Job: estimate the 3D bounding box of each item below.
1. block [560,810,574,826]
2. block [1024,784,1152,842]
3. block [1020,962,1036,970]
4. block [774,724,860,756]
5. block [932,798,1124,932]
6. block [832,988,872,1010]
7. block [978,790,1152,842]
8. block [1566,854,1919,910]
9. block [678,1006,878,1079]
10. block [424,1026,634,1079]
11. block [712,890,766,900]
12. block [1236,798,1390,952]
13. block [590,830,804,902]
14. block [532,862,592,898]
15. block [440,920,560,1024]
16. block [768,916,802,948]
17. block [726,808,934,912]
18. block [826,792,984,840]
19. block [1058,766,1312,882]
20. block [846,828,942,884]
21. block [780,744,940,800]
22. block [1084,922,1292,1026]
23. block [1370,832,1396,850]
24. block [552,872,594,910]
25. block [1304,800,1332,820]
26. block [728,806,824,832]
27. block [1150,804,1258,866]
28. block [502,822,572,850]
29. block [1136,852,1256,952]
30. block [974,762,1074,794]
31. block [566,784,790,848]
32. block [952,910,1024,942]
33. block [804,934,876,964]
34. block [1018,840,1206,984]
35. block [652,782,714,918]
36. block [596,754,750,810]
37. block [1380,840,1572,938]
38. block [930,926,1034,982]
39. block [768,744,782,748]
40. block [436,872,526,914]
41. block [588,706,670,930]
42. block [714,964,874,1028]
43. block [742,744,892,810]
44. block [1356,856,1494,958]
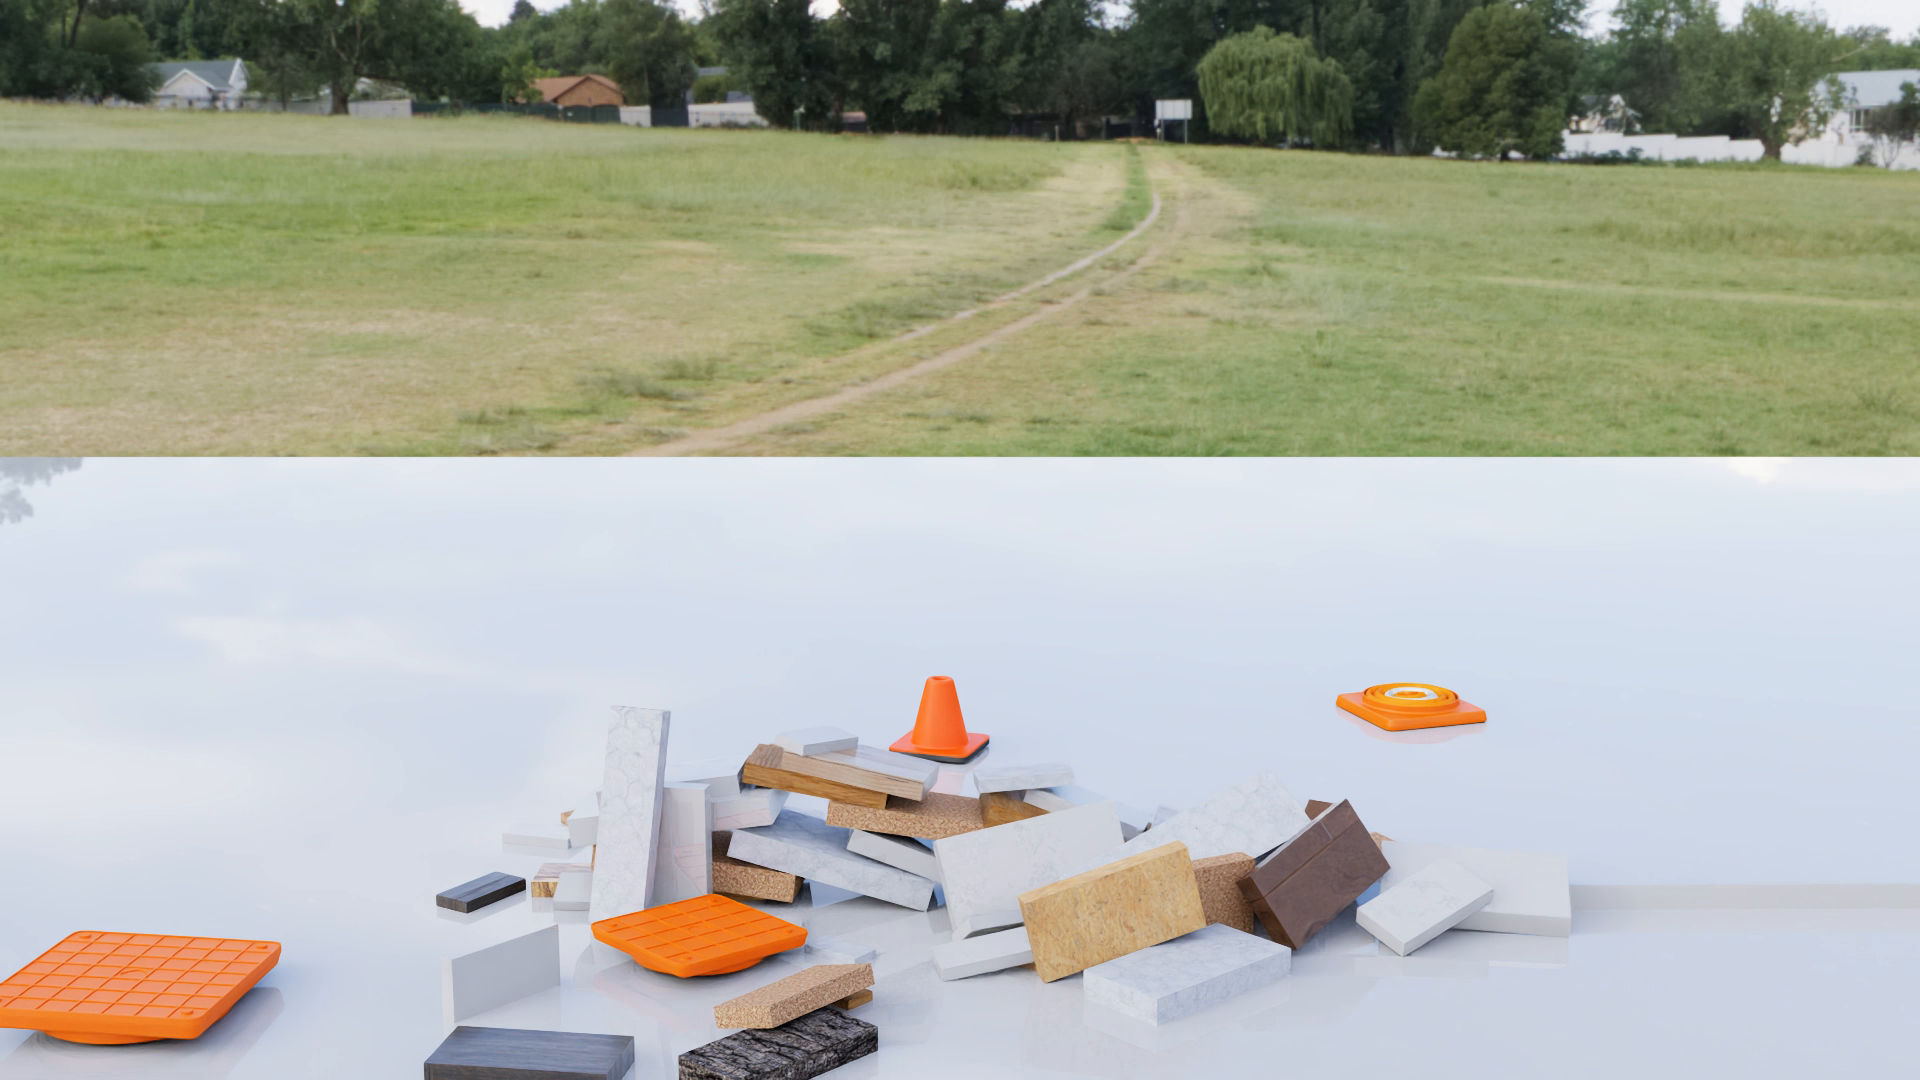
[{"bbox_3d":[-0.667,0.516,4.015,0.065,0.018,0.130,-9,14,-39],"label":"block"},{"bbox_3d":[0.212,0.443,3.633,0.201,0.028,0.100,20,11,10],"label":"block"},{"bbox_3d":[0.137,0.628,3.406,0.075,0.021,0.150,9,14,39],"label":"block"},{"bbox_3d":[-0.235,0.329,3.619,0.065,0.018,0.131,19,14,38],"label":"block"},{"bbox_3d":[0.118,0.520,3.507,0.297,0.148,0.042,-12,-9,-12],"label":"block"},{"bbox_3d":[-0.183,0.664,3.231,0.102,0.014,0.051,9,14,40],"label":"block"},{"bbox_3d":[0.269,0.498,3.640,0.479,0.042,0.149,17,11,-6],"label":"block"},{"bbox_3d":[1.191,0.570,3.665,0.940,0.042,0.147,0,11,-1],"label":"block"},{"bbox_3d":[-0.245,0.698,2.992,0.126,0.036,0.251,10,14,42],"label":"block"},{"bbox_3d":[-0.578,0.703,2.963,0.251,0.036,0.126,2,11,8],"label":"block"},{"bbox_3d":[-0.393,0.580,3.669,0.138,0.020,0.069,0,11,-2],"label":"block"},{"bbox_3d":[0.560,0.528,3.468,0.264,0.132,0.037,-29,-5,-40],"label":"block"},{"bbox_3d":[-0.429,0.531,3.677,0.338,0.048,0.169,8,10,4],"label":"block"},{"bbox_3d":[-0.614,0.572,3.693,0.191,0.027,0.095,0,11,2],"label":"block"},{"bbox_3d":[-0.668,0.627,3.206,0.027,0.095,0.191,9,14,40],"label":"block"},{"bbox_3d":[-0.276,0.618,3.477,0.051,0.014,0.102,-1,11,-3],"label":"block"},{"bbox_3d":[-0.208,0.522,3.656,0.338,0.048,0.169,16,10,-2],"label":"block"},{"bbox_3d":[-0.083,0.450,3.638,0.268,0.038,0.134,8,11,-2],"label":"block"},{"bbox_3d":[0.360,0.503,3.498,0.415,0.035,0.124,-24,61,-22],"label":"block"},{"bbox_3d":[-0.053,0.520,3.654,0.268,0.038,0.134,21,10,-4],"label":"block"},{"bbox_3d":[-0.162,0.371,3.611,0.238,0.034,0.119,12,11,11],"label":"block"},{"bbox_3d":[0.340,0.643,3.270,0.294,0.042,0.147,-9,14,-41],"label":"block"},{"bbox_3d":[0.728,0.525,3.671,0.119,0.017,0.059,24,22,33],"label":"block"},{"bbox_3d":[-0.593,0.578,3.610,0.138,0.020,0.069,1,34,3],"label":"block"},{"bbox_3d":[0.616,0.517,3.782,0.078,0.022,0.157,7,44,27],"label":"block"},{"bbox_3d":[-0.357,0.504,3.949,0.217,0.031,0.108,8,12,-3],"label":"block"},{"bbox_3d":[0.453,0.522,3.600,0.297,0.042,0.148,20,11,7],"label":"block"},{"bbox_3d":[-0.746,0.530,3.942,0.130,0.018,0.065,3,11,18],"label":"block"},{"bbox_3d":[0.336,0.571,3.410,0.264,0.132,0.037,-5,12,-27],"label":"block"},{"bbox_3d":[0.104,0.390,3.613,0.157,0.022,0.078,-4,7,-6],"label":"block"},{"bbox_3d":[-0.464,0.442,3.654,0.338,0.048,0.169,-7,10,8],"label":"block"},{"bbox_3d":[0.070,0.601,3.434,0.150,0.021,0.075,-5,-27,-26],"label":"block"},{"bbox_3d":[-0.185,0.634,3.393,0.102,0.014,0.051,8,13,37],"label":"block"},{"bbox_3d":[0.230,0.558,3.309,0.264,0.132,0.037,-17,14,-11],"label":"block"},{"bbox_3d":[-0.458,0.501,3.557,0.108,0.217,0.031,2,11,12],"label":"block"},{"bbox_3d":[-0.472,0.402,3.650,0.238,0.034,0.119,-8,10,7],"label":"block"},{"bbox_3d":[0.827,0.561,3.541,0.294,0.042,0.147,3,35,10],"label":"block"},{"bbox_3d":[0.038,0.627,3.334,0.150,0.021,0.075,-10,18,-11],"label":"block"},{"bbox_3d":[-0.388,0.476,4.223,0.080,0.023,0.534,2,11,8],"label":"block"},{"bbox_3d":[-0.794,0.584,3.648,0.069,0.020,0.138,7,12,32],"label":"block"},{"bbox_3d":[-0.528,0.443,3.520,0.095,0.348,0.027,4,-3,21],"label":"block"},{"bbox_3d":[-0.233,0.646,3.117,0.108,0.031,0.217,-11,0,39],"label":"block"},{"bbox_3d":[-0.230,0.390,3.631,0.238,0.034,0.119,11,11,4],"label":"block"},{"bbox_3d":[0.732,0.575,3.461,0.201,0.028,0.100,-23,39,-29],"label":"block"}]
